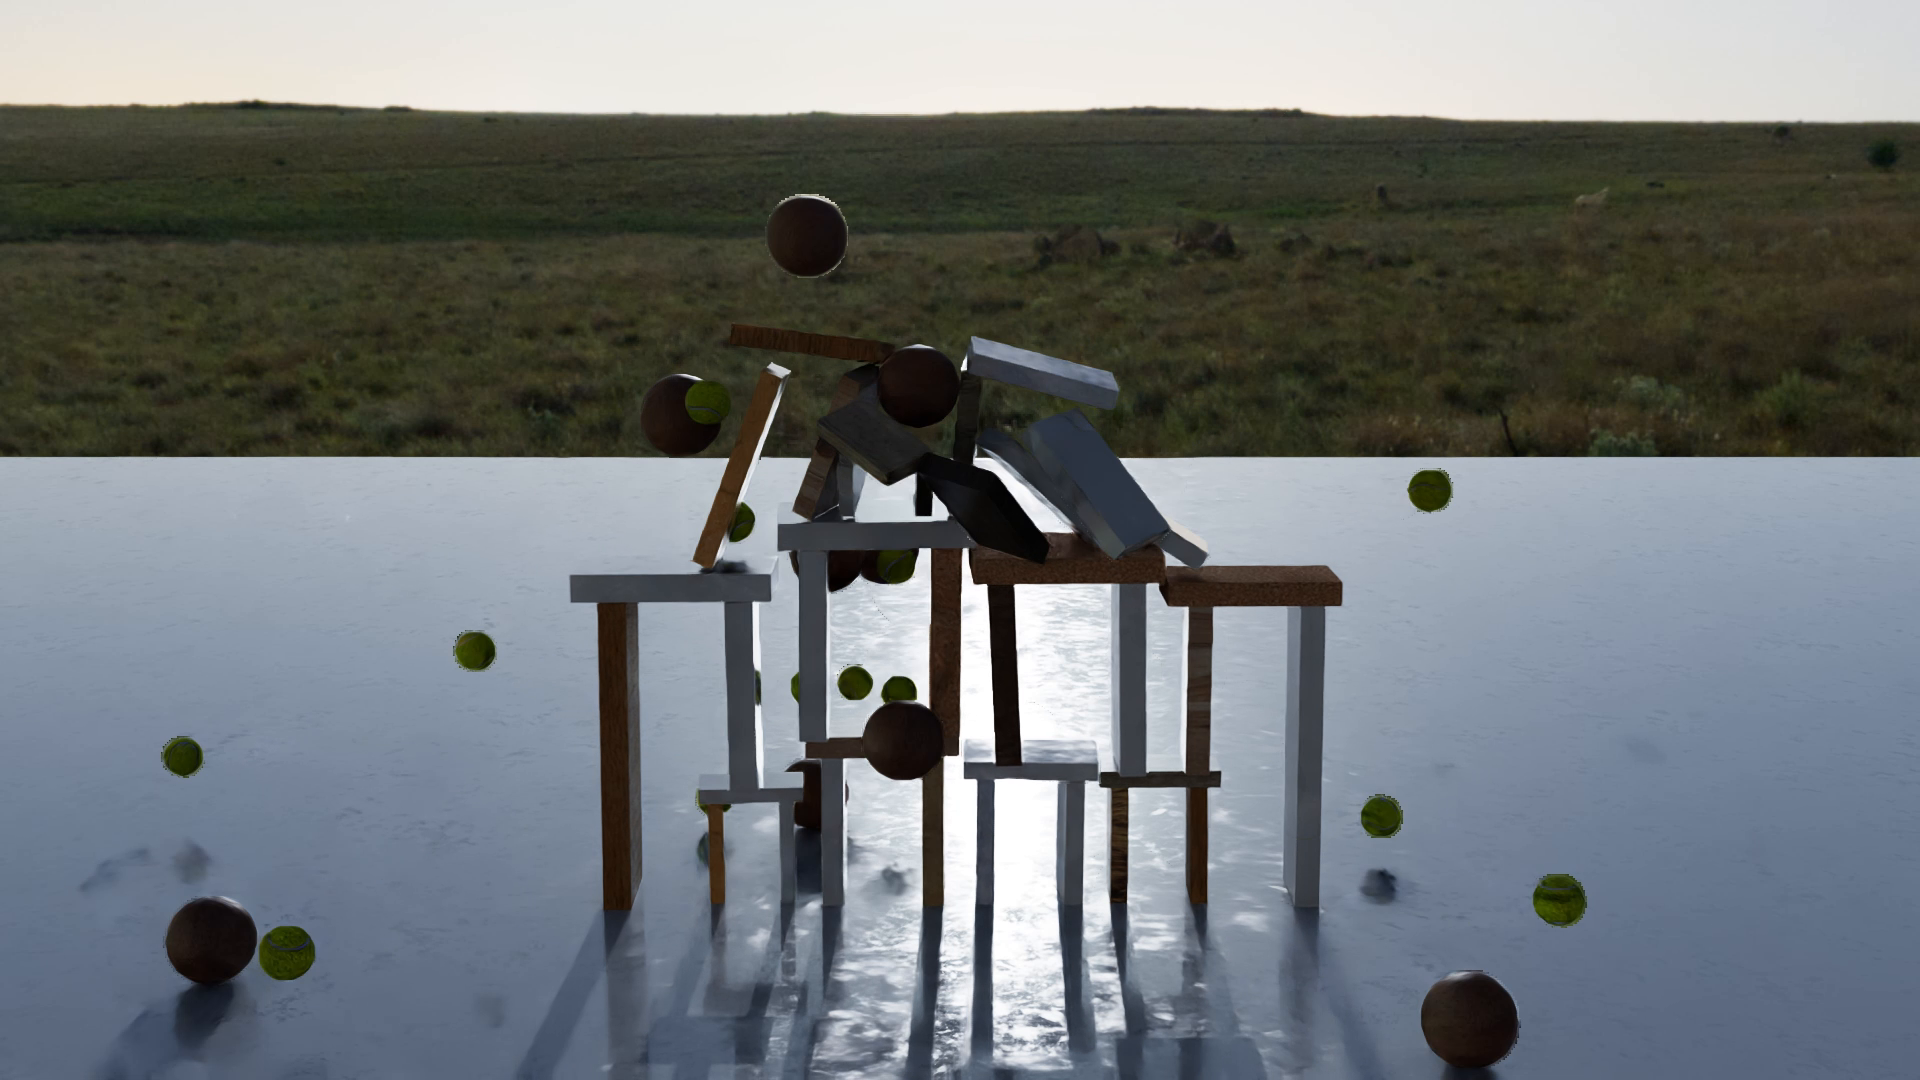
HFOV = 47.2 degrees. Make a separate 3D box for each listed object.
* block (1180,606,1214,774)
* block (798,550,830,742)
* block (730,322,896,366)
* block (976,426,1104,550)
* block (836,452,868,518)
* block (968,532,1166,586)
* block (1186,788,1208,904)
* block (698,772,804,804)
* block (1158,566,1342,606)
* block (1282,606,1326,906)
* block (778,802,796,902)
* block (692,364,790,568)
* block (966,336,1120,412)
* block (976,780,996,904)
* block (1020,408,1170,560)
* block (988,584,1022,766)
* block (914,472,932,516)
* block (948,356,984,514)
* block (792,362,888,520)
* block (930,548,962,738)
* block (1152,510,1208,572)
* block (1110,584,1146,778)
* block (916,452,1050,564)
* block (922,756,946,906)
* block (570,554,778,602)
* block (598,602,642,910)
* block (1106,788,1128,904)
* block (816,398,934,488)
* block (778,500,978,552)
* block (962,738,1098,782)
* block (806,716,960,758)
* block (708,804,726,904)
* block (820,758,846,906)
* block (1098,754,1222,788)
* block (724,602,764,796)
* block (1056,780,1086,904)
[{"bbox_3d":[0.387,0.231,3.602,0.039,0.278,0.139,0,11,2],"label":"block"},{"bbox_3d":[-0.237,0.153,3.575,0.045,0.316,0.158,0,13,-2],"label":"block"},{"bbox_3d":[-0.235,-0.313,3.516,0.240,0.034,0.120,8,4,10],"label":"block"},{"bbox_3d":[0.137,-0.082,3.475,0.240,0.034,0.120,41,-3,-22],"label":"block"},{"bbox_3d":[-0.167,-0.113,3.428,0.025,0.087,0.175,13,-24,4],"label":"block"},{"bbox_3d":[0.168,0.029,3.525,0.302,0.043,0.151,-1,16,-3],"label":"block"},{"bbox_3d":[0.393,0.492,3.652,0.028,0.198,0.099,-1,11,1],"label":"block"},{"bbox_3d":[-0.345,0.410,3.633,0.171,0.024,0.085,-1,11,-5],"label":"block"},{"bbox_3d":[0.470,0.074,3.575,0.278,0.039,0.139,0,11,-1],"label":"block"},{"bbox_3d":[0.567,0.341,3.628,0.039,0.504,0.139,0,11,0],"label":"block"},{"bbox_3d":[-0.286,0.505,3.657,0.024,0.171,0.086,-1,11,-3],"label":"block"},{"bbox_3d":[-0.350,-0.120,3.528,0.034,0.327,0.120,21,10,-2],"label":"block"},{"bbox_3d":[0.128,-0.263,3.465,0.235,0.033,0.117,14,17,-6],"label":"block"},{"bbox_3d":[0.042,0.480,3.641,0.031,0.219,0.109,0,15,0],"label":"block"},{"bbox_3d":[0.208,-0.088,3.367,0.120,0.240,0.034,-22,-19,-47],"label":"block"},{"bbox_3d":[0.073,0.198,3.562,0.043,0.302,0.151,-2,16,2],"label":"block"},{"bbox_3d":[-0.057,-0.090,3.414,0.025,0.087,0.175,1,7,-2],"label":"block"},{"bbox_3d":[0.011,-0.170,3.528,0.033,0.235,0.117,6,18,2],"label":"block"},{"bbox_3d":[-0.190,-0.157,3.489,0.034,0.240,0.120,26,20,12],"label":"block"},{"bbox_3d":[-0.024,0.149,3.602,0.045,0.316,0.158,0,12,-3],"label":"block"},{"bbox_3d":[0.267,-0.053,3.543,0.292,0.034,0.120,33,10,-2],"label":"block"},{"bbox_3d":[0.274,0.205,3.585,0.043,0.326,0.151,-2,16,-1],"label":"block"},{"bbox_3d":[0.039,-0.046,3.330,0.117,0.033,0.286,17,-15,25],"label":"block"},{"bbox_3d":[-0.043,0.466,3.650,0.035,0.250,0.125,0,10,1],"label":"block"},{"bbox_3d":[-0.459,0.061,3.565,0.319,0.045,0.160,0,11,0],"label":"block"},{"bbox_3d":[-0.559,0.336,3.623,0.045,0.515,0.160,0,11,-2],"label":"block"},{"bbox_3d":[0.261,0.492,3.653,0.028,0.198,0.099,0,11,0],"label":"block"},{"bbox_3d":[-0.128,-0.147,3.294,0.087,0.025,0.175,-29,46,-27],"label":"block"},{"bbox_3d":[-0.134,-0.025,3.541,0.316,0.045,0.158,-1,13,-4],"label":"block"},{"bbox_3d":[0.115,0.360,3.606,0.219,0.031,0.109,0,15,1],"label":"block"},{"bbox_3d":[-0.128,0.325,3.628,0.250,0.035,0.125,-1,10,-2],"label":"block"},{"bbox_3d":[-0.405,0.506,3.649,0.024,0.171,0.086,-2,11,-7],"label":"block"},{"bbox_3d":[-0.209,0.467,3.648,0.035,0.250,0.125,0,10,-1],"label":"block"},{"bbox_3d":[0.326,0.381,3.632,0.198,0.028,0.099,0,11,0],"label":"block"},{"bbox_3d":[-0.354,0.241,3.599,0.045,0.320,0.160,-1,11,-2],"label":"block"},{"bbox_3d":[0.183,0.482,3.649,0.031,0.219,0.109,0,11,-5],"label":"block"}]
